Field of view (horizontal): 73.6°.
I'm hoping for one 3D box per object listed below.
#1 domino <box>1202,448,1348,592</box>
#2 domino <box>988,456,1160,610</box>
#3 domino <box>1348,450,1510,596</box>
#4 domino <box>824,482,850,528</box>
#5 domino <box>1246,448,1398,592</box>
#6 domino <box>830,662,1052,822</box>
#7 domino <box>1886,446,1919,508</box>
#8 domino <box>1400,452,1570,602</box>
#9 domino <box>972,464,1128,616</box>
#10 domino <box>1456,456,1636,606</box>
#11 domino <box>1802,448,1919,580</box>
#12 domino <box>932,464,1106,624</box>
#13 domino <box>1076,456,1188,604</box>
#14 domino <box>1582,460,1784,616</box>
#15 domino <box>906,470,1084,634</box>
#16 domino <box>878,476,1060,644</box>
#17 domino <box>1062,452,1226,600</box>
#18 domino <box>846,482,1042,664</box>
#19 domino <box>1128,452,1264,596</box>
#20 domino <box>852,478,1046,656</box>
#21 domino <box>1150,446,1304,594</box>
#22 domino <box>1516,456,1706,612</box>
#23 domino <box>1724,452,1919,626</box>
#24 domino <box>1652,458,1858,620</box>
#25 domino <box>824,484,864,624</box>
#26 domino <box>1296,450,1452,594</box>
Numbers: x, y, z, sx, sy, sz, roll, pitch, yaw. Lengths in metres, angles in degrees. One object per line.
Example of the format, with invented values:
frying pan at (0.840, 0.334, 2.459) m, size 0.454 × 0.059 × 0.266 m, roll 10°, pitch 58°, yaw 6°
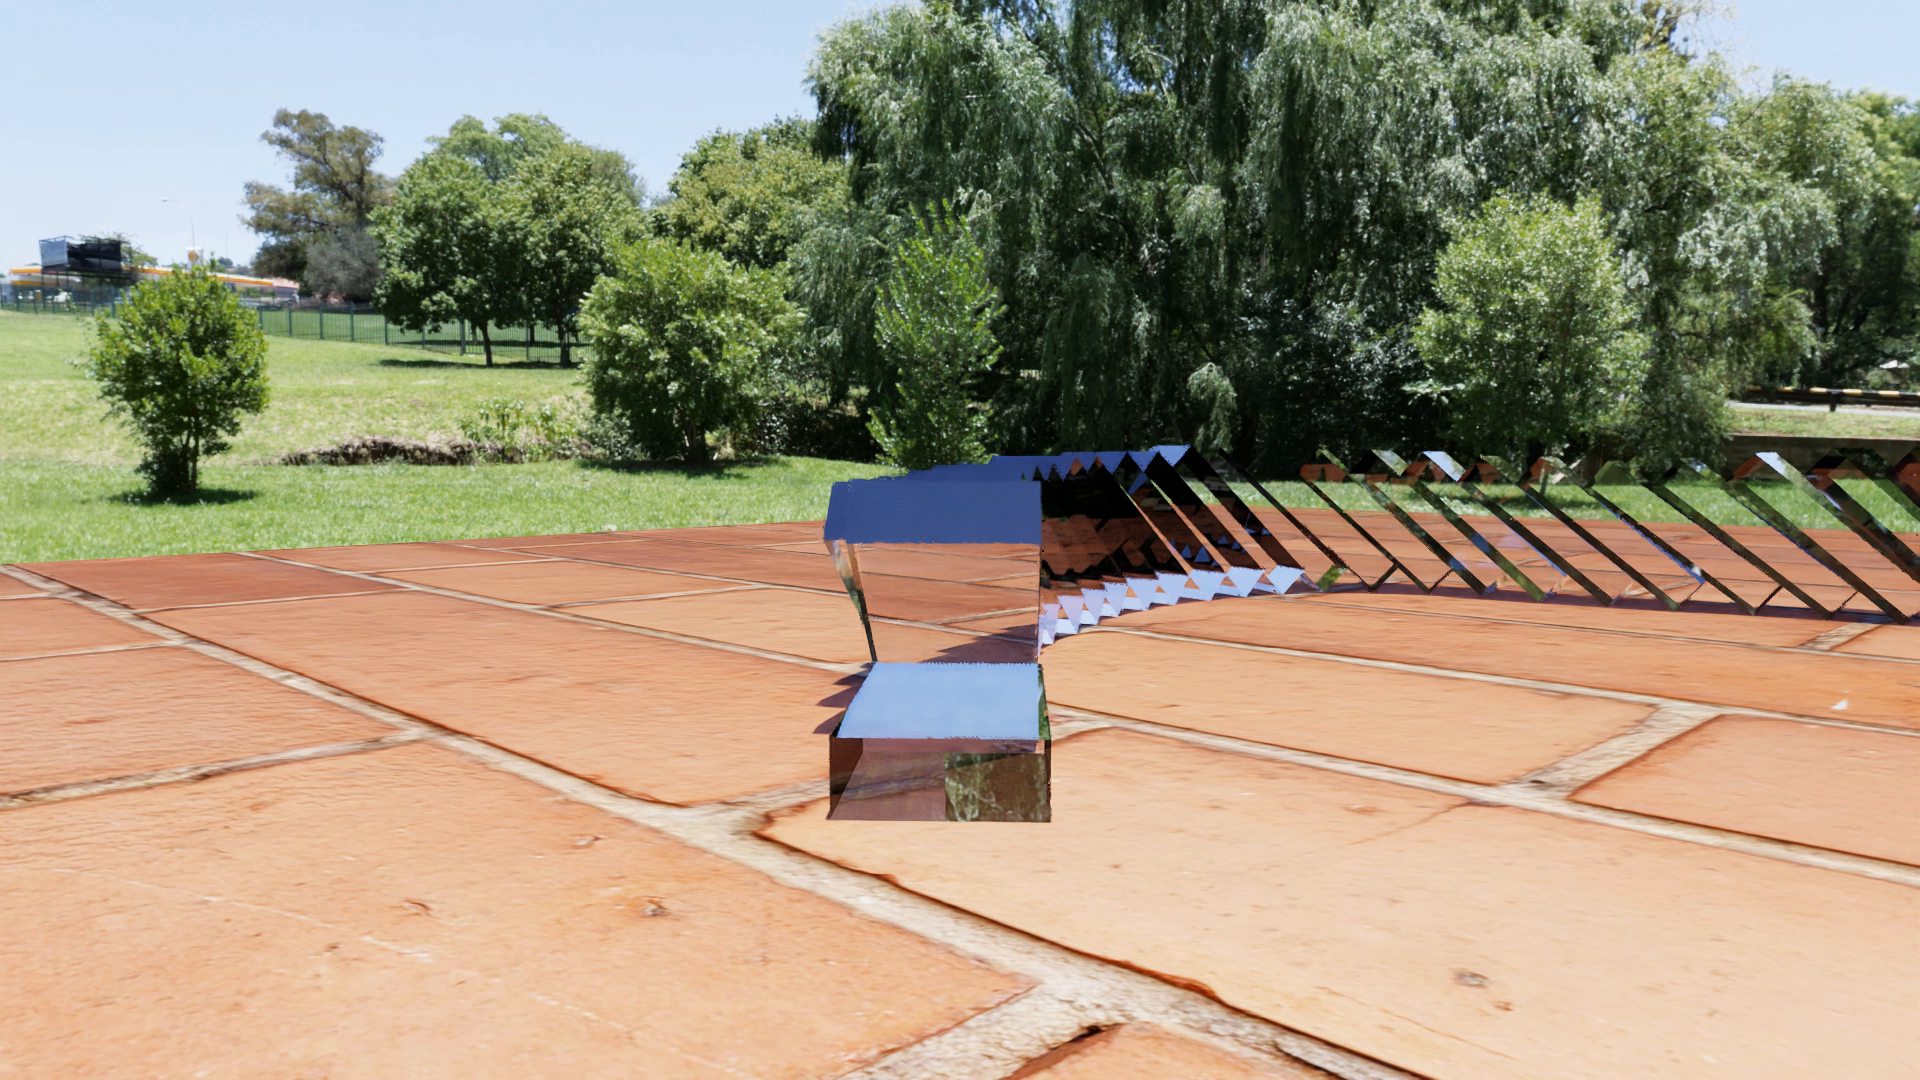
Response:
domino at (0.090, -0.007, 0.378) m, size 0.050 × 0.009 × 0.025 m, roll 43°, pitch 4°, yaw -1°
domino at (0.028, -0.001, 0.322) m, size 0.025 × 0.010 × 0.050 m, roll 4°, pitch -35°, yaw 40°
domino at (0.138, -0.006, 0.372) m, size 0.050 × 0.009 × 0.025 m, roll 48°, pitch 25°, yaw 22°
domino at (-0.004, 0.007, 0.225) m, size 0.025 × 0.009 × 0.050 m, roll 1°, pitch -30°, yaw 15°
domino at (0.106, -0.007, 0.379) m, size 0.050 × 0.010 × 0.025 m, roll 44°, pitch 12°, yaw 8°
domino at (-0.001, 0.025, 0.169) m, size 0.025 × 0.009 × 0.050 m, roll 0°, pitch 4°, yaw 2°
domino at (0.246, -0.001, 0.301) m, size 0.025 × 0.010 × 0.050 m, roll 2°, pitch 45°, yaw -21°
domino at (0.150, -0.005, 0.363) m, size 0.050 × 0.010 × 0.025 m, roll 48°, pitch 27°, yaw 22°
domino at (0.019, 0.001, 0.307) m, size 0.025 × 0.010 × 0.050 m, roll 3°, pitch -32°, yaw 33°
domino at (0.162, -0.003, 0.352) m, size 0.050 × 0.010 × 0.025 m, roll 46°, pitch 26°, yaw 23°
domino at (0.232, -0.001, 0.310) m, size 0.025 × 0.009 × 0.050 m, roll -3°, pitch 49°, yaw -37°
domino at (0.013, 0.002, 0.292) m, size 0.025 × 0.009 × 0.050 m, roll 2°, pitch -33°, yaw 28°
domino at (0.037, -0.002, 0.336) m, size 0.025 × 0.009 × 0.050 m, roll 5°, pitch -34°, yaw 47°
domino at (0.189, -0.002, 0.336) m, size 0.050 × 0.010 × 0.025 m, roll 44°, pitch 25°, yaw 23°
domino at (0.008, 0.003, 0.276) m, size 0.025 × 0.009 × 0.050 m, roll 2°, pitch -31°, yaw 23°
domino at (0.002, 0.005, 0.259) m, size 0.025 × 0.009 × 0.050 m, roll 2°, pitch -30°, yaw 19°
domino at (0.048, -0.004, 0.348) m, size 0.050 × 0.009 × 0.025 m, roll 46°, pitch -22°, yaw -29°
domino at (-0.001, 0.009, 0.188) m, size 0.025 × 0.009 × 0.050 m, roll 0°, pitch -31°, yaw 3°
domino at (0.060, -0.005, 0.359) m, size 0.050 × 0.009 × 0.025 m, roll 44°, pitch -16°, yaw -24°
domino at (-0.002, 0.006, 0.243) m, size 0.025 × 0.010 × 0.050 m, roll 1°, pitch -30°, yaw 19°
domino at (0.074, -0.006, 0.369) m, size 0.050 × 0.009 × 0.025 m, roll 45°, pitch -8°, yaw -14°
domino at (0.174, -0.003, 0.343) m, size 0.050 × 0.010 × 0.025 m, roll 46°, pitch 26°, yaw 22°
domino at (0.217, -0.001, 0.319) m, size 0.025 × 0.009 × 0.050 m, roll -5°, pitch 48°, yaw -48°
domino at (0.204, -0.001, 0.328) m, size 0.025 × 0.009 × 0.050 m, roll -5°, pitch 46°, yaw -52°
domino at (-0.003, 0.009, 0.207) m, size 0.025 × 0.009 × 0.050 m, roll 0°, pitch -31°, yaw 10°
domino at (0.122, -0.006, 0.376) m, size 0.050 × 0.010 × 0.025 m, roll 45°, pitch 18°, yaw 13°
